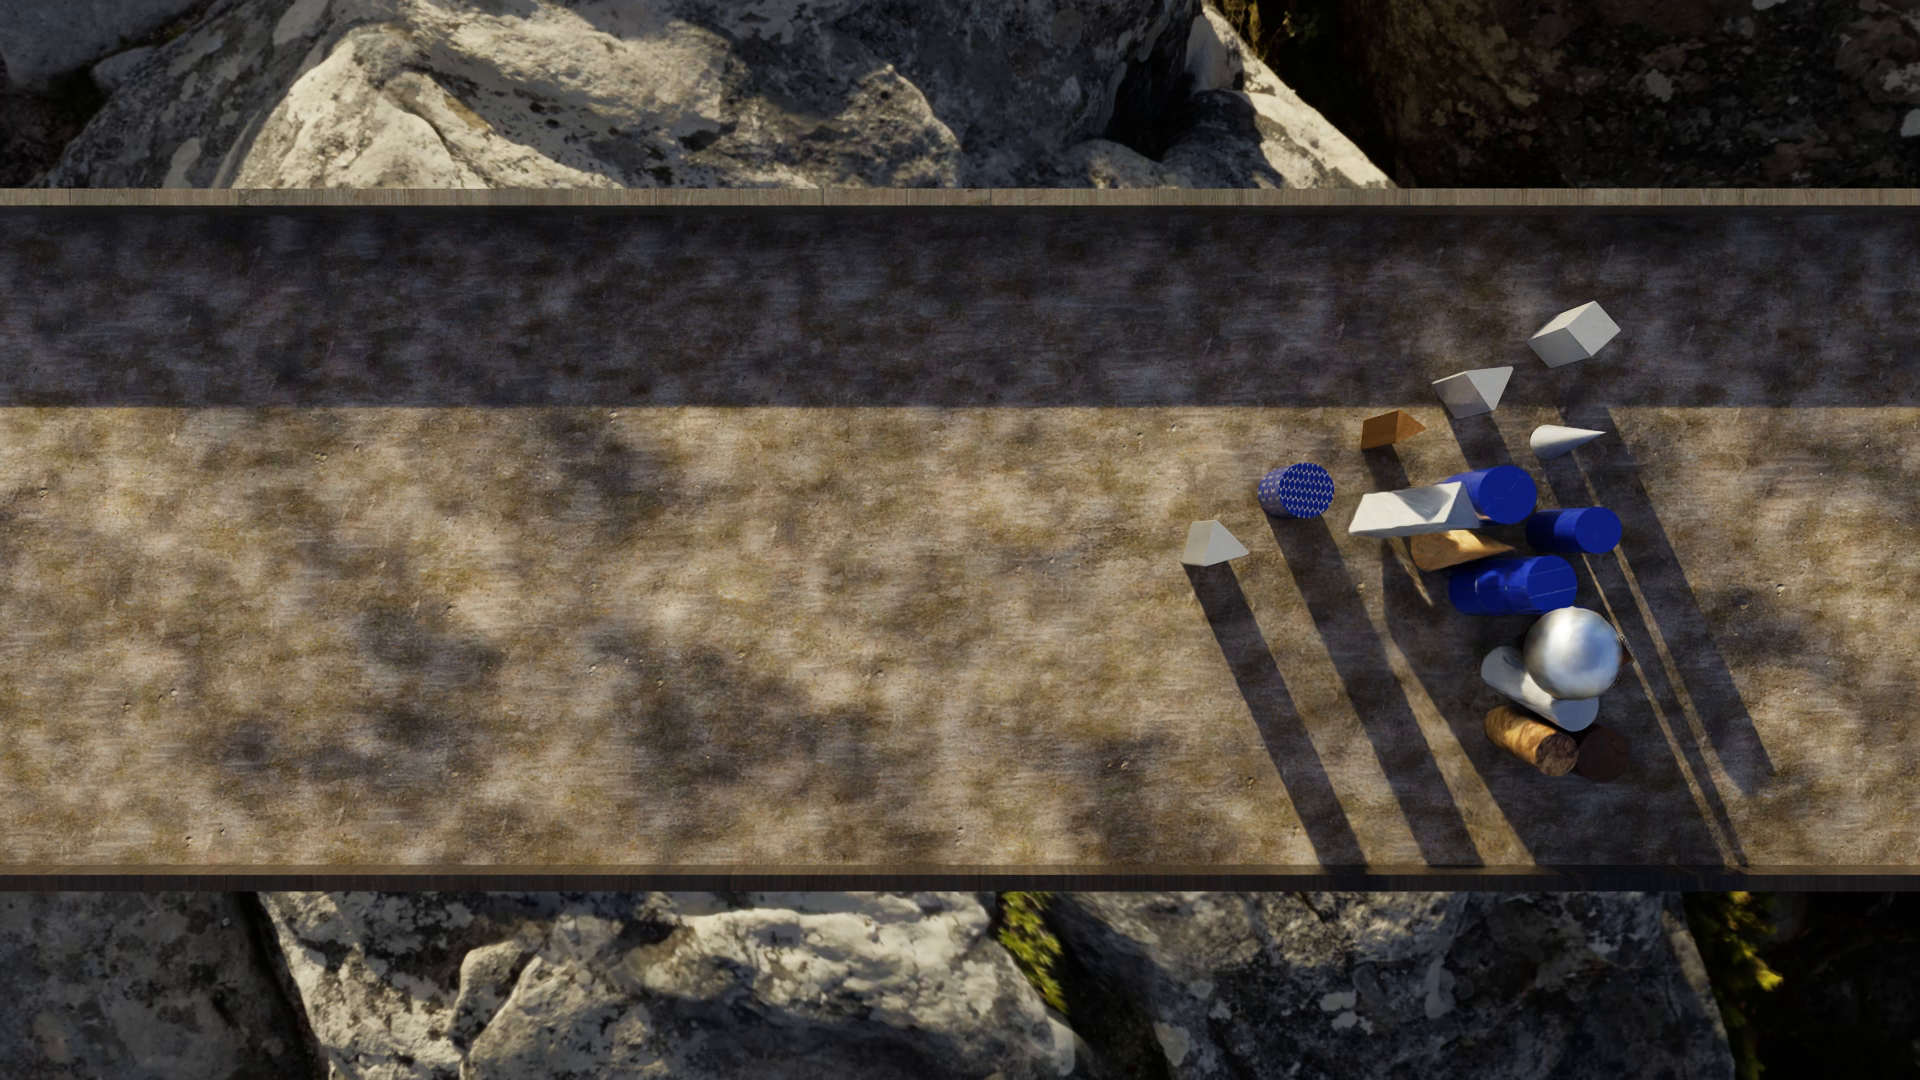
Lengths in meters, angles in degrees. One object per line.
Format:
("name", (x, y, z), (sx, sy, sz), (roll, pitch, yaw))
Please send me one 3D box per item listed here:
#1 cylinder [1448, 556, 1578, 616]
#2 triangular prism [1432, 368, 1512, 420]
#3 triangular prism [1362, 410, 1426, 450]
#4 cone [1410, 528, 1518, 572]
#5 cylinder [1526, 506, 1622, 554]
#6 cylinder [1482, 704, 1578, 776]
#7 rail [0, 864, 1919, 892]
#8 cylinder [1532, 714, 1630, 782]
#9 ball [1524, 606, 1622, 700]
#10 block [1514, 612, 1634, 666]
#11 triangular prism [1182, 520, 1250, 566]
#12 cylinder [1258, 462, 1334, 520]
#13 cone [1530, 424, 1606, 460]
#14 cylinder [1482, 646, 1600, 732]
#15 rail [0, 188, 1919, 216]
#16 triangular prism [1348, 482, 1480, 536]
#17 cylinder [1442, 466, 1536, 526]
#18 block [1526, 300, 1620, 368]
("cylinder", (1.624, 0.137, 4.866), (0.168, 0.388, 0.168), (1, 87, -17))
("triangular prism", (1.538, -0.461, 4.903), (0.118, 0.346, 0.136), (-35, 90, 0))
("triangular prism", (1.261, -0.333, 4.873), (0.093, 0.407, 0.080), (-24, 90, 0))
("cone", (1.522, 0.018, 4.891), (0.169, 0.330, 0.169), (-2, 93, -32))
("cylinder", (1.806, -0.028, 4.872), (0.133, 0.409, 0.133), (0, 90, 0))
("cylinder", (1.686, 0.590, 4.890), (0.128, 0.357, 0.128), (-1, 97, -7))
("rail", (-2.247, 1.025, 5.001), (12.000, 0.150, 0.050), (0, 90, 0))
("cylinder", (1.829, 0.608, 4.900), (0.158, 0.335, 0.158), (0, 94, -7))
("ball", (1.696, 0.315, 4.567), (0.259, 0.259, 0.259), (0, 90, 0))
("block", (1.821, 0.324, 4.907), (0.162, 0.331, 0.162), (-35, 91, -2))
("triangular prism", (0.731, -0.001, 4.849), (0.132, 0.455, 0.114), (-15, 90, 0))
("cylinder", (0.996, -0.143, 4.910), (0.160, 0.333, 0.160), (0, 90, 0))
("cone", (1.810, -0.301, 4.849), (0.109, 0.456, 0.109), (0, 90, 0))
("cylinder", (1.709, 0.434, 4.874), (0.140, 0.380, 0.140), (-4, 105, -15))
("rail", (-2.247, -1.025, 5.002), (12.000, 0.150, 0.050), (0, 90, 0))
("triangular prism", (1.339, -0.091, 4.883), (0.144, 0.381, 0.125), (5, 83, -32))
("cylinder", (1.552, -0.125, 4.879), (0.167, 0.390, 0.167), (0, 89, -1))
("block", (1.821, -0.608, 4.909), (0.114, 0.335, 0.114), (-42, 90, 0))
